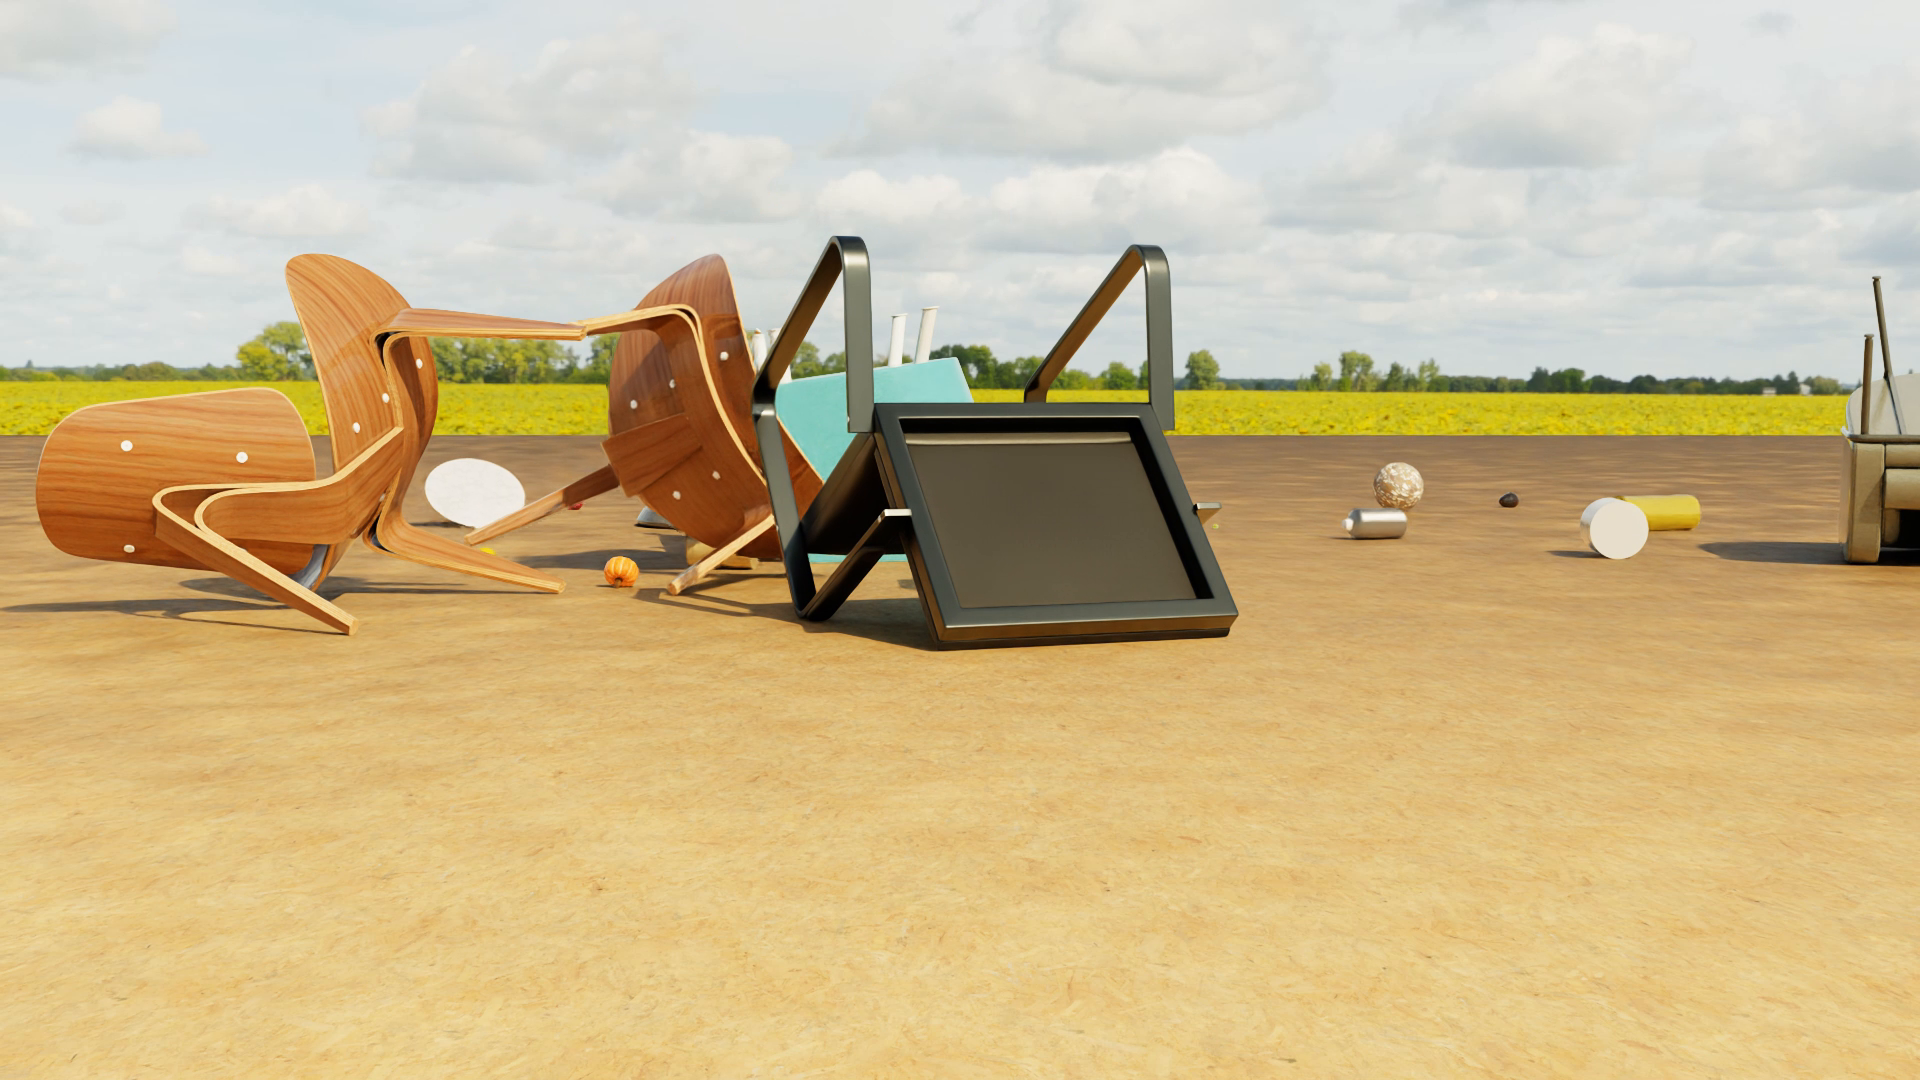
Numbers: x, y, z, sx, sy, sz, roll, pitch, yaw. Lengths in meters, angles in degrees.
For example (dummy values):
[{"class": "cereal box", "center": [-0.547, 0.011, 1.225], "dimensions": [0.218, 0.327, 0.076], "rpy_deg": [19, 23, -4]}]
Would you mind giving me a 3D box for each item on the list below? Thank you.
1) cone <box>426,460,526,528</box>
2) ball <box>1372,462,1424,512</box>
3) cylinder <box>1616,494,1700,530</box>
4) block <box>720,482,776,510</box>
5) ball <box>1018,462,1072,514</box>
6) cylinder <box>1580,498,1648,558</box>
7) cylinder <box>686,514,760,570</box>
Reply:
[{"class": "cone", "center": [-1.593, -0.105, 7.274], "dimensions": [0.331, 0.244, 0.212], "rpy_deg": [17, -28, 3]}, {"class": "ball", "center": [1.604, -0.194, 8.048], "dimensions": [0.182, 0.182, 0.182], "rpy_deg": [0, 4, 0]}, {"class": "cylinder", "center": [2.203, -0.086, 6.969], "dimensions": [0.256, 0.113, 0.116], "rpy_deg": [-1, 17, -18]}, {"class": "block", "center": [-0.800, -0.171, 8.331], "dimensions": [0.143, 0.096, 0.181], "rpy_deg": [2, 4, 21]}, {"class": "ball", "center": [0.306, -0.189, 7.925], "dimensions": [0.188, 0.188, 0.188], "rpy_deg": [0, 4, 0]}, {"class": "cylinder", "center": [1.751, -0.032, 5.893], "dimensions": [0.150, 0.155, 0.175], "rpy_deg": [20, 5, 6]}, {"class": "cylinder", "center": [-0.592, 0.005, 5.492], "dimensions": [0.159, 0.135, 0.137], "rpy_deg": [0, 41, 6]}]
